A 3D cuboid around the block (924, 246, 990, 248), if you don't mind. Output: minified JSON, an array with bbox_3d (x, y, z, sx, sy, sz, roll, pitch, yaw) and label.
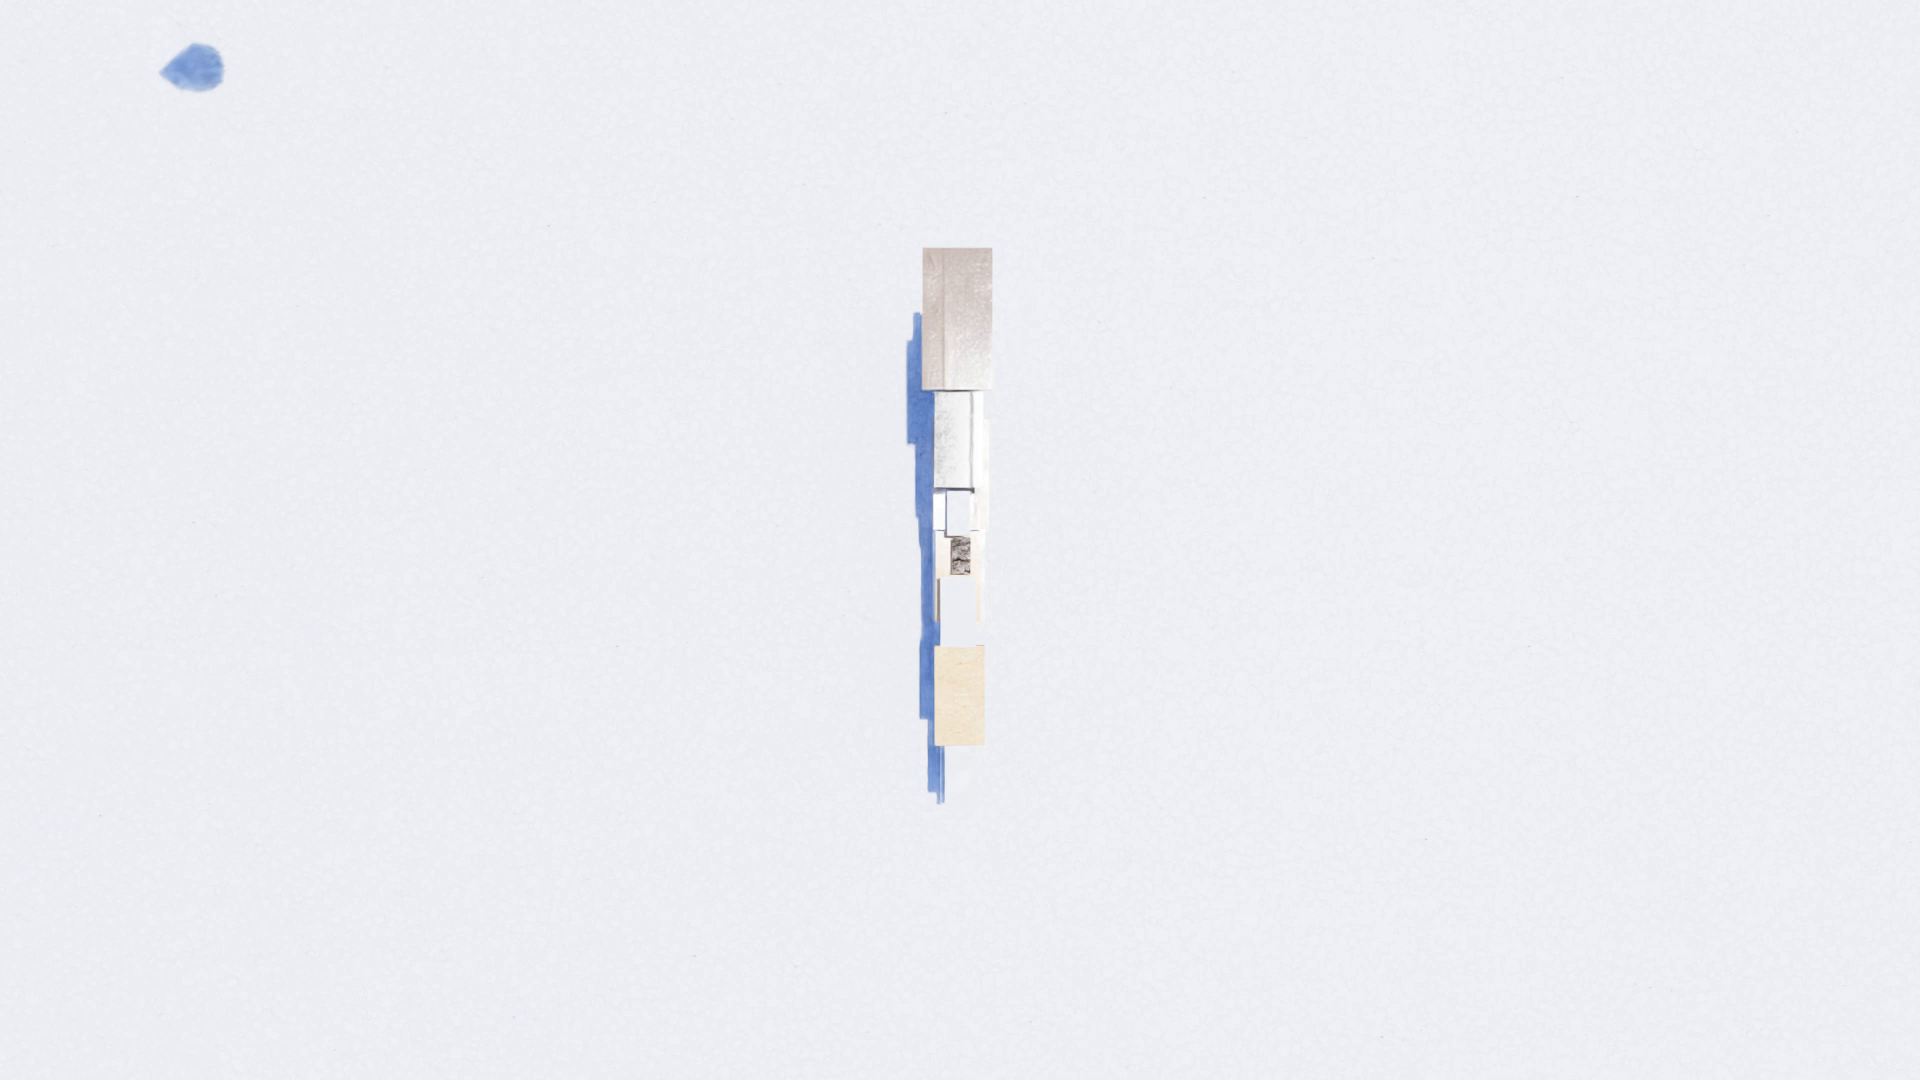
[{"bbox_3d":[-0.005,-0.622,4.514,0.180,0.051,0.359,0,90,0],"label":"block"}]

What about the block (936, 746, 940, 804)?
[{"bbox_3d":[-0.003,0.654,4.930,0.134,0.038,0.267,0,90,0],"label":"block"}]

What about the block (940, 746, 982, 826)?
[{"bbox_3d":[0.004,0.689,4.663,0.116,0.033,0.232,0,90,0],"label":"block"}]

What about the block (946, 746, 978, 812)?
[{"bbox_3d":[0.004,0.642,4.457,0.088,0.025,0.176,0,90,0],"label":"block"}]

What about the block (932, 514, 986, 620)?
[{"bbox_3d":[-0.004,0.081,4.778,0.153,0.043,0.305,0,90,0],"label":"block"}]

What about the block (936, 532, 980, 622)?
[{"bbox_3d":[-0.005,0.099,4.494,0.122,0.035,0.245,0,90,0],"label":"block"}]

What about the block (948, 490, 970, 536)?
[{"bbox_3d":[-0.004,-0.070,4.295,0.058,0.016,0.116,0,90,0],"label":"block"}]

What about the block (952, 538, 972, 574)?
[{"bbox_3d":[0.005,0.042,4.372,0.049,0.014,0.098,1,90,0],"label":"block"}]

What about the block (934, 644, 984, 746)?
[{"bbox_3d":[-0.001,0.416,4.432,0.133,0.038,0.266,0,90,0],"label":"block"}]

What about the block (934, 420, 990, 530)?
[{"bbox_3d":[0.003,-0.176,4.440,0.148,0.042,0.295,0,90,0],"label":"block"}]

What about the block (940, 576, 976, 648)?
[{"bbox_3d":[-0.005,0.187,4.282,0.091,0.026,0.182,0,90,0],"label":"block"}]

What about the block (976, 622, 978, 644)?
[{"bbox_3d":[0.004,0.342,5.267,0.109,0.031,0.218,0,90,0],"label":"block"}]

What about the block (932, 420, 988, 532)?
[{"bbox_3d":[-0.001,-0.200,5.129,0.173,0.049,0.346,0,90,0],"label":"block"}]

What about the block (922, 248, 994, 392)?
[{"bbox_3d":[-0.006,-0.549,4.114,0.175,0.050,0.351,0,90,0],"label":"block"}]

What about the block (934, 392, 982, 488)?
[{"bbox_3d":[-0.003,-0.254,4.161,0.121,0.034,0.241,0,90,0],"label":"block"}]
